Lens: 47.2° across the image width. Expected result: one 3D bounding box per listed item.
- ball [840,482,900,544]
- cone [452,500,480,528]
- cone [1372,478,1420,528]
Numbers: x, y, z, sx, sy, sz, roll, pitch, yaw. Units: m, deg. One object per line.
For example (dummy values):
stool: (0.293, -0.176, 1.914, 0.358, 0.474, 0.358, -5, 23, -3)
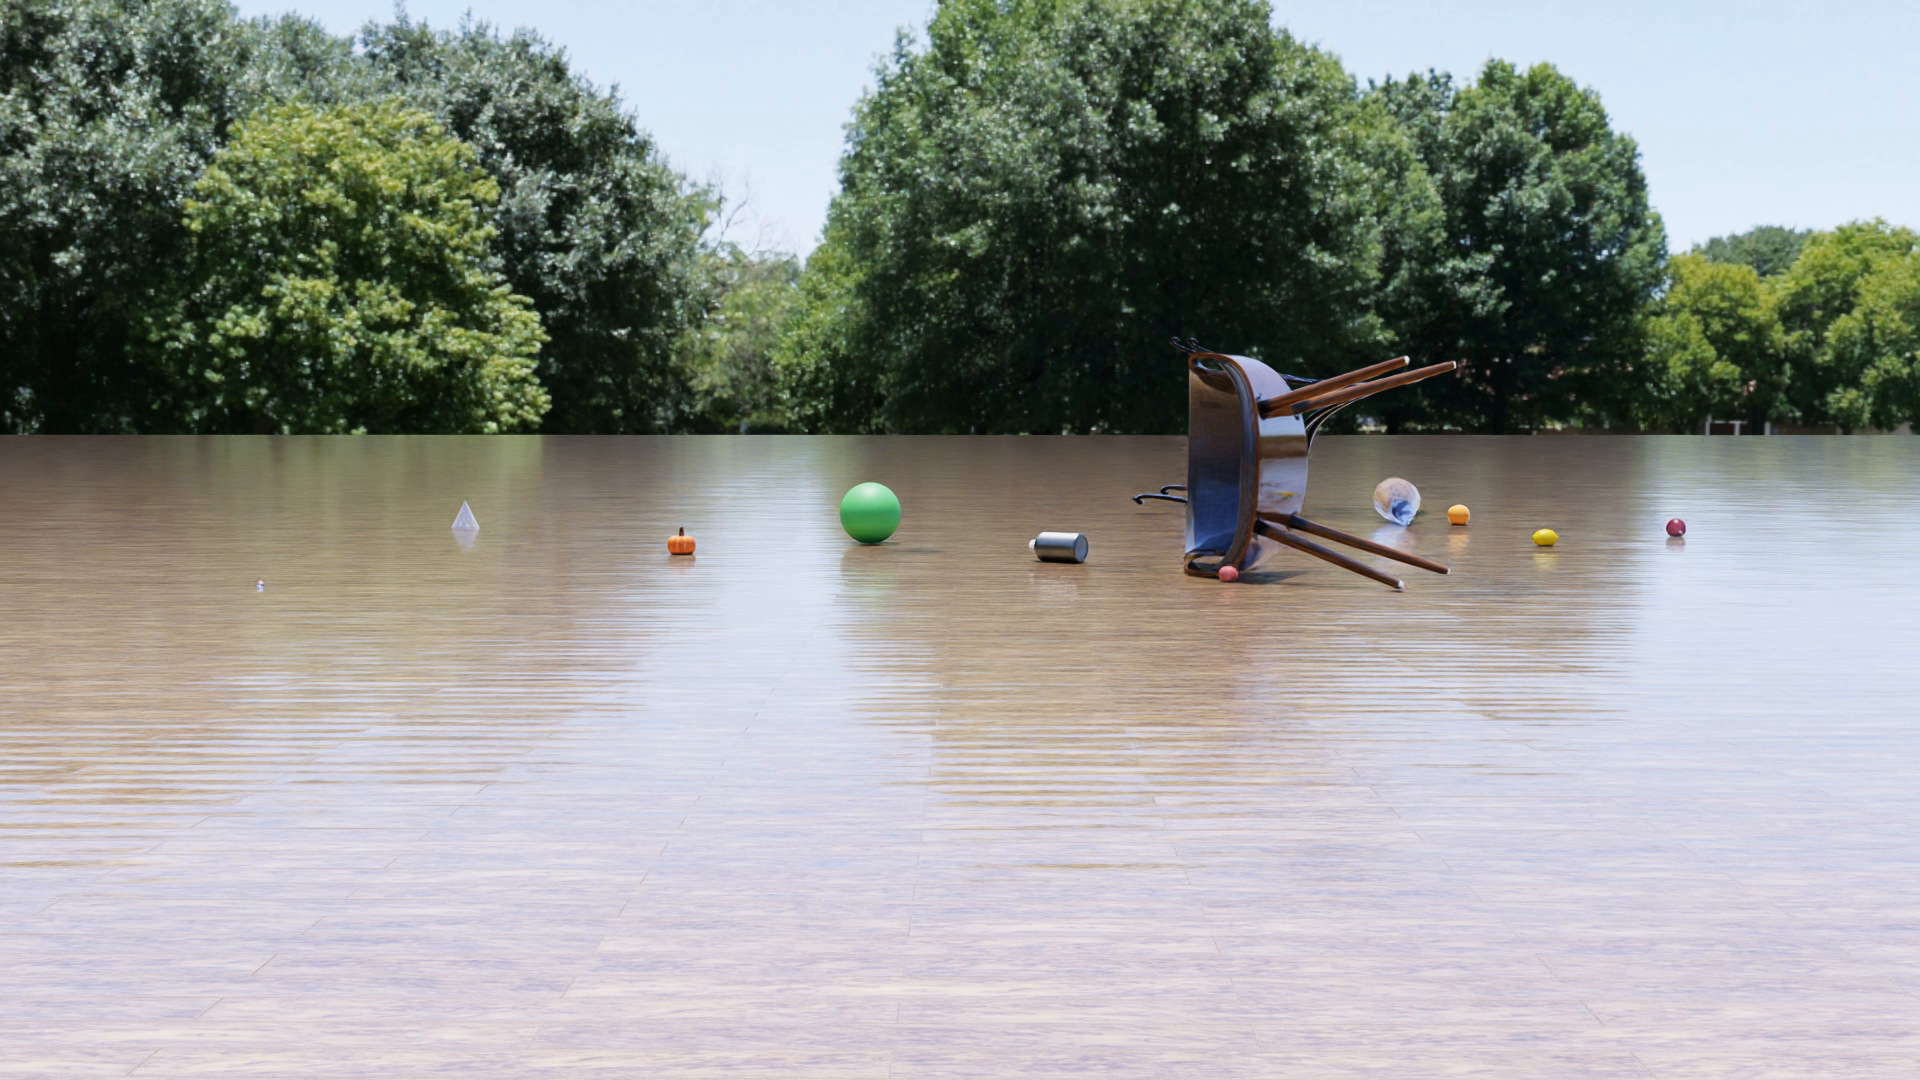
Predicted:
ball: (-0.260, -0.078, 6.384, 0.178, 0.178, 0.178, 0, 4, 0)
cone: (-1.599, -0.084, 7.110, 0.099, 0.090, 0.035, 1, 4, 15)
cone: (1.466, -0.089, 7.299, 0.162, 0.148, 0.299, 29, 18, -5)
